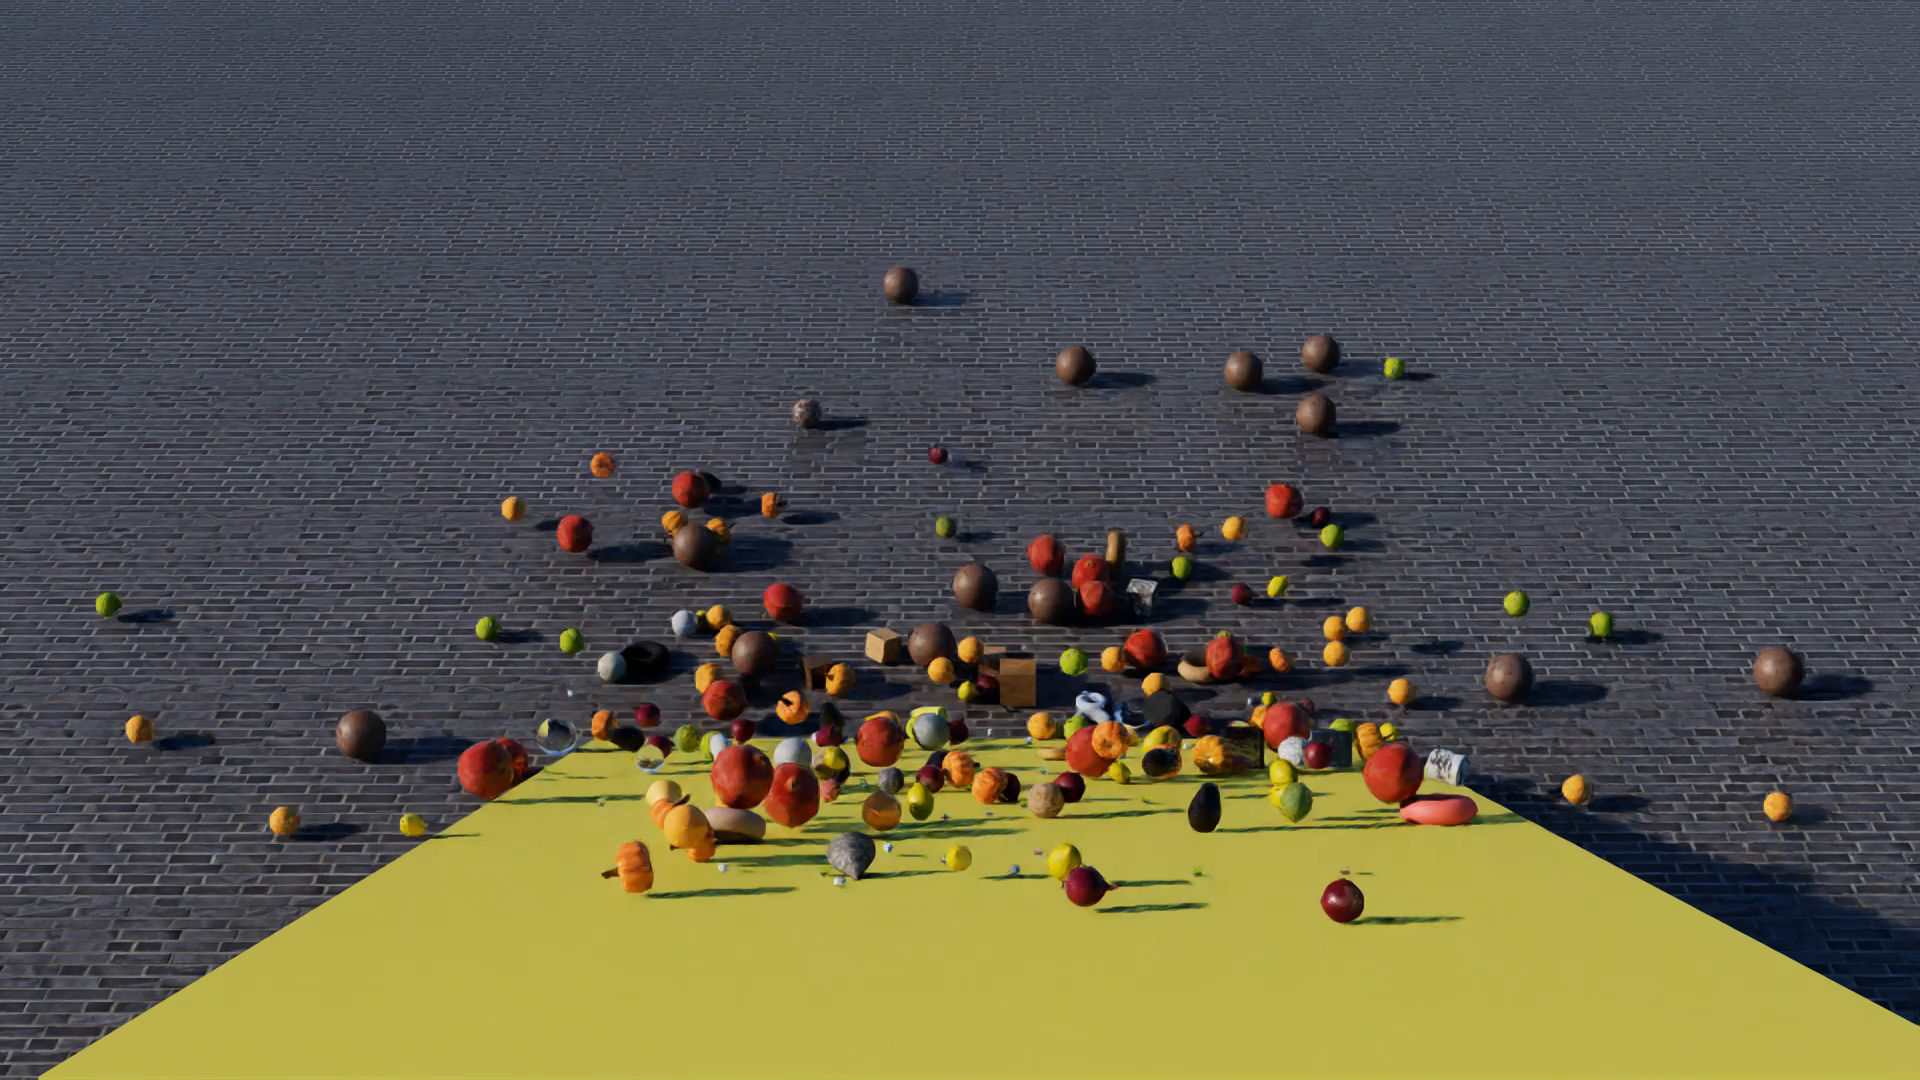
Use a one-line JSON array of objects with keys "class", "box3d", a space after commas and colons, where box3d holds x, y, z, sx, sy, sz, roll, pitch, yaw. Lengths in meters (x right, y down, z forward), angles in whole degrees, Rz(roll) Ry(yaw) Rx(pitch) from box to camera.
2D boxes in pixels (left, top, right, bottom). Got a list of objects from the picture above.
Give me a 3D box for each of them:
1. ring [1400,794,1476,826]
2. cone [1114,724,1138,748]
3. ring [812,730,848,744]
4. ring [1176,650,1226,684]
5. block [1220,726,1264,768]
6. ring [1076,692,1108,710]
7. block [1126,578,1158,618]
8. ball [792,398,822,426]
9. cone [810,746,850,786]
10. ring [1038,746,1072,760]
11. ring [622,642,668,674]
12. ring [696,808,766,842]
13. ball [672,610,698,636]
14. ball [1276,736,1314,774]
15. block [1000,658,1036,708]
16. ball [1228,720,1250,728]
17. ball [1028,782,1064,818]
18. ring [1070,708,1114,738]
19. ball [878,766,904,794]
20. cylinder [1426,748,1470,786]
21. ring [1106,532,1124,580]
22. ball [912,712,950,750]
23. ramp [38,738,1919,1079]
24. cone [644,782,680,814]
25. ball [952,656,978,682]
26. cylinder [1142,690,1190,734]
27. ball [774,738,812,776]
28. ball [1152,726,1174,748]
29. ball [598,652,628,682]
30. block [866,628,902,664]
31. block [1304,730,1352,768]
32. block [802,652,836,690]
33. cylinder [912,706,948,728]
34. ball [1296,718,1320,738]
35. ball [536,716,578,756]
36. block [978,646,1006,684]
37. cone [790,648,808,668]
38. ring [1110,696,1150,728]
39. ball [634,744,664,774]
[{"class": "ring", "box3d": [0.889, 0.501, 4.807, 0.143, 0.048, 0.143, -1, 1, 0]}, {"class": "cone", "box3d": [0.397, 0.497, 6.393, 0.063, 0.063, 0.063, 22, 41, 34]}, {"class": "ring", "box3d": [-0.327, 0.495, 6.478, 0.094, 0.031, 0.094, -1, 1, 0]}, {"class": "ring", "box3d": [0.659, 0.346, 7.059, 0.134, 0.045, 0.134, 0, 30, 0]}, {"class": "block", "box3d": [0.640, 0.471, 5.870, 0.087, 0.087, 0.087, 0, -1, -4]}, {"class": "ring", "box3d": [0.350, 0.435, 6.912, 0.086, 0.029, 0.086, 0, 28, 0]}, {"class": "block", "box3d": [0.517, 0.165, 7.357, 0.076, 0.076, 0.076, 8, 30, 14]}, {"class": "ball", "box3d": [-0.497, -0.415, 8.404, 0.094, 0.094, 0.094, 0, 29, 0]}, {"class": "cone", "box3d": [-0.286, 0.477, 5.401, 0.090, 0.090, 0.090, 9, 3, 17]}, {"class": "ring", "box3d": [0.222, 0.501, 6.072, 0.081, 0.027, 0.081, 1, 2, 0]}, {"class": "ring", "box3d": [-0.867, 0.324, 7.099, 0.136, 0.045, 0.136, -1, 28, 1]}, {"class": "ring", "box3d": [-0.396, 0.494, 4.481, 0.122, 0.122, 0.041, 3, 71, 6]}, {"class": "ball", "box3d": [-0.770, 0.232, 7.235, 0.075, 0.075, 0.075, 0, 29, 0]}, {"class": "ball", "box3d": [0.744, 0.476, 5.728, 0.082, 0.082, 0.082, 0, 29, 0]}, {"class": "block", "box3d": [0.154, 0.383, 6.931, 0.096, 0.096, 0.096, 1, 25, 2]}, {"class": "ball", "box3d": [0.686, 0.478, 6.365, 0.066, 0.066, 0.066, 0, 29, 0]}, {"class": "ball", "box3d": [0.161, 0.490, 4.866, 0.069, 0.069, 0.069, 0, 29, 0]}, {"class": "ring", "box3d": [0.347, 0.484, 6.807, 0.115, 0.038, 0.115, -3, 31, 2]}, {"class": "ball", "box3d": [-0.142, 0.493, 5.305, 0.056, 0.056, 0.056, 0, 29, 0]}, {"class": "cylinder", "box3d": [0.973, 0.454, 5.159, 0.065, 0.065, 0.065, 11, 29, 36]}, {"class": "ring", "box3d": [0.449, 0.046, 7.503, 0.049, 0.146, 0.146, 4, 29, 3]}, {"class": "ball", "box3d": [-0.070, 0.467, 6.296, 0.091, 0.091, 0.091, 0, 29, 0]}, {"class": "ramp", "box3d": [0.064, 0.576, 4.620, 2.000, 0.100, 4.000, 0, 0, 0]}, {"class": "cone", "box3d": [-0.564, 0.508, 4.956, 0.070, 0.070, 0.070, -8, 16, -15]}, {"class": "ball", "box3d": [0.015, 0.349, 7.025, 0.070, 0.070, 0.070, 0, 29, 0]}, {"class": "cylinder", "box3d": [0.542, 0.453, 6.770, 0.091, 0.091, 0.091, 33, 0, 45]}, {"class": "ball", "box3d": [-0.365, 0.475, 5.665, 0.085, 0.085, 0.085, 0, 29, 0]}, {"class": "ball", "box3d": [0.501, 0.485, 6.368, 0.052, 0.052, 0.052, 0, 29, 0]}, {"class": "ball", "box3d": [-0.944, 0.345, 7.022, 0.081, 0.081, 0.081, 0, 29, 0]}, {"class": "block", "box3d": [-0.211, 0.290, 7.125, 0.068, 0.068, 0.068, 26, 28, 38]}, {"class": "block", "box3d": [0.840, 0.476, 5.906, 0.078, 0.078, 0.078, 0, 1, -23]}, {"class": "block", "box3d": [-0.383, 0.355, 7.016, 0.069, 0.069, 0.069, -11, 31, -20]}, {"class": "cylinder", "box3d": [-0.079, 0.468, 6.675, 0.073, 0.073, 0.073, -5, 26, 21]}, {"class": "ball", "box3d": [0.881, 0.480, 6.560, 0.060, 0.060, 0.060, 0, 29, 0]}, {"class": "ball", "box3d": [-0.976, 0.476, 6.261, 0.097, 0.097, 0.097, 0, 29, 0]}, {"class": "block", "box3d": [0.088, 0.341, 7.034, 0.076, 0.076, 0.076, 0, 29, 0]}, {"class": "cone", "box3d": [-0.446, 0.314, 7.075, 0.058, 0.058, 0.058, 44, 38, 2]}, {"class": "ring", "box3d": [0.461, 0.457, 6.856, 0.126, 0.042, 0.126, -2, 26, 1]}, {"class": "ball", "box3d": [-0.687, 0.485, 5.719, 0.065, 0.065, 0.065, 0, 29, 0]}]
